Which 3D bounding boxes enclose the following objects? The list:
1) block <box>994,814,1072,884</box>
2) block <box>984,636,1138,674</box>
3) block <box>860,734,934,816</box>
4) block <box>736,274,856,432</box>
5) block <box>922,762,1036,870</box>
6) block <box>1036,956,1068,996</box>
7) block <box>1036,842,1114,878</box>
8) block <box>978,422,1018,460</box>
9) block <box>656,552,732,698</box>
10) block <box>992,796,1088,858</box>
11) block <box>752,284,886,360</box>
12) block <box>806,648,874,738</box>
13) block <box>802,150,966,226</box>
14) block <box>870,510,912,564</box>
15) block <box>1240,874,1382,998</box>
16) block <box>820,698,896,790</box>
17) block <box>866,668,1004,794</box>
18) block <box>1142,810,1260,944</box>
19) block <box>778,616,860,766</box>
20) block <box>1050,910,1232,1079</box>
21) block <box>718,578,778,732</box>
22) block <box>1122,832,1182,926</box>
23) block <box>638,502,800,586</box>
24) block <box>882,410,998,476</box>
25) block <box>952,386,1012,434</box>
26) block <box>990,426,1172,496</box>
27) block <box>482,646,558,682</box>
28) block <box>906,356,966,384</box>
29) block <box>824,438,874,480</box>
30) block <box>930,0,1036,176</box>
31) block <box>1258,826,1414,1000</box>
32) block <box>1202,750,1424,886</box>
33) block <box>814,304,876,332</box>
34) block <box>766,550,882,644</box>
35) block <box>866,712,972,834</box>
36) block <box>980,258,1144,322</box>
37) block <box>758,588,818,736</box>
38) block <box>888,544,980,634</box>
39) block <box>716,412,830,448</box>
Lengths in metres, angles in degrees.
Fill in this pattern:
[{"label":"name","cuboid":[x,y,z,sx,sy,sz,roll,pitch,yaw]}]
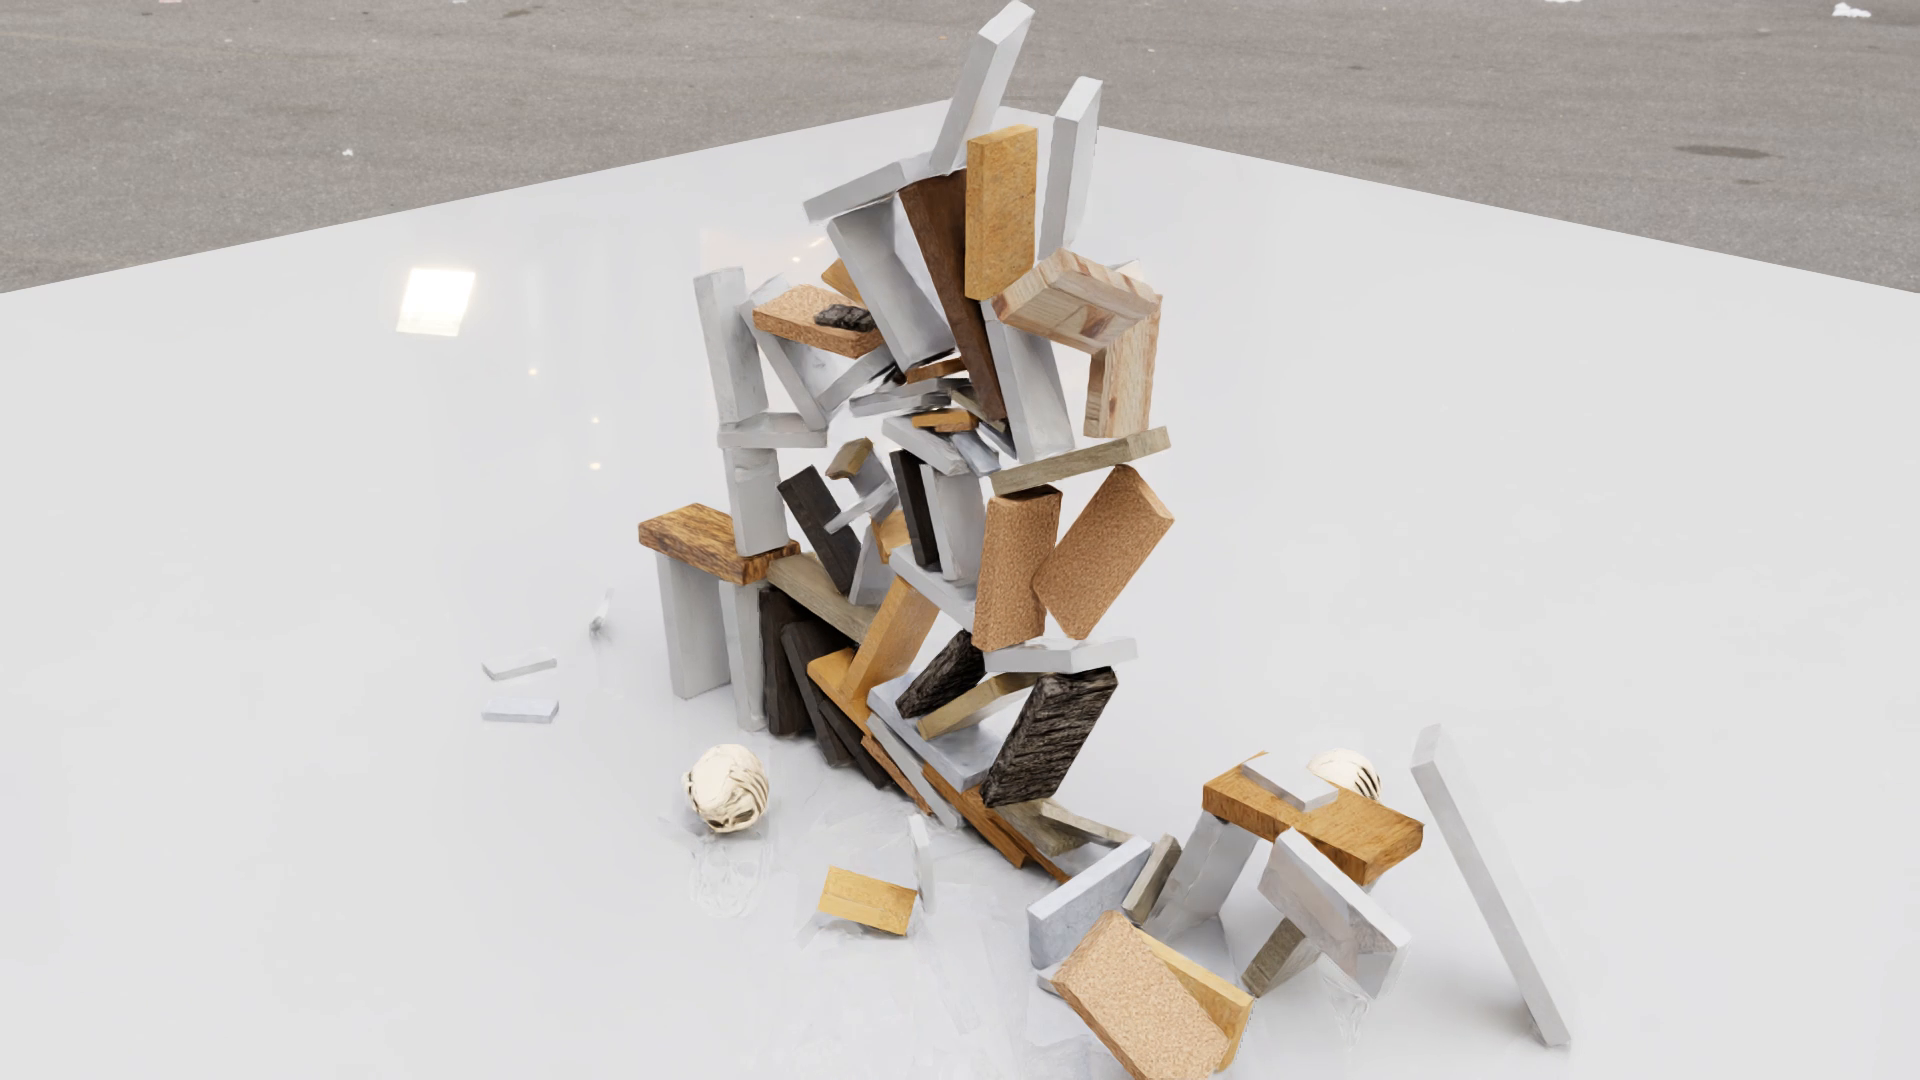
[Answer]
[{"label":"block","cuboid":[0.170,0.578,4.263,0.099,0.028,0.198,-23,55,-41]},{"label":"block","cuboid":[0.182,0.211,4.049,0.145,0.041,0.290,-10,3,-32]},{"label":"block","cuboid":[-0.091,0.463,4.516,0.109,0.031,0.219,-22,56,-41]},{"label":"block","cuboid":[-0.342,-0.393,4.612,0.043,0.307,0.153,-22,16,30]},{"label":"block","cuboid":[0.076,0.517,4.362,0.147,0.042,0.293,-21,51,-40]},{"label":"block","cuboid":[0.224,0.780,3.861,0.167,0.024,0.084,11,24,44]},{"label":"block","cuboid":[0.252,0.618,4.190,0.198,0.028,0.099,36,40,28]},{"label":"block","cuboid":[0.086,-0.188,4.056,0.050,0.014,0.101,-21,53,-40]},{"label":"block","cuboid":[-0.581,0.166,4.929,0.170,0.340,0.048,-21,25,-40]},{"label":"block","cuboid":[0.151,0.533,4.232,0.099,0.028,0.198,-16,36,-34]},{"label":"block","cuboid":[-0.265,-0.443,4.436,0.292,0.041,0.146,20,40,39]},{"label":"block","cuboid":[-0.210,0.316,4.589,0.109,0.031,0.219,-19,49,-39]},{"label":"block","cuboid":[-0.138,-0.666,4.108,0.161,0.046,0.321,-25,8,-36]},{"label":"block","cuboid":[-0.125,-0.005,4.478,0.090,0.026,0.181,8,29,-16]},{"label":"block","cuboid":[0.624,0.651,3.815,0.169,0.338,0.048,-21,58,-40]},{"label":"block","cuboid":[-0.187,0.409,4.596,0.109,0.031,0.219,-23,68,-38]},{"label":"block","cuboid":[-0.037,0.380,4.427,0.147,0.042,0.293,-20,48,-39]},{"label":"block","cuboid":[0.455,0.581,3.969,0.169,0.338,0.048,-21,54,-40]},{"label":"block","cuboid":[-0.259,0.313,4.677,0.155,0.310,0.044,-13,-15,-35]},{"label":"block","cuboid":[0.294,0.763,3.547,0.153,0.307,0.043,-47,16,-27]},{"label":"block","cuboid":[-0.423,0.227,4.785,0.170,0.340,0.048,-21,23,-41]},{"label":"block","cuboid":[0.351,0.617,3.994,0.022,0.079,0.158,23,70,30]},{"label":"block","cuboid":[-0.527,0.006,4.805,0.340,0.048,0.170,20,30,39]},{"label":"block","cuboid":[-0.039,-0.186,4.180,0.112,0.032,0.225,-12,30,-34]},{"label":"block","cuboid":[0.061,-0.245,4.089,0.074,0.021,0.148,-14,38,-40]},{"label":"block","cuboid":[0.217,-0.143,3.979,0.297,0.042,0.148,-14,3,34]},{"label":"block","cuboid":[-1.014,0.285,5.062,0.152,0.022,0.076,-14,27,-29]},{"label":"block","cuboid":[-0.028,-0.326,4.183,0.089,0.025,0.177,-15,3,-23]},{"label":"block","cuboid":[-0.230,-0.168,4.559,0.023,0.081,0.161,34,-12,-15]},{"label":"block","cuboid":[0.037,-0.781,3.804,0.041,0.288,0.144,32,46,7]},{"label":"block","cuboid":[0.610,0.609,3.592,0.039,0.136,0.273,-23,51,-34]},{"label":"block","cuboid":[0.600,0.471,3.757,0.338,0.048,0.169,23,32,39]},{"label":"block","cuboid":[-0.219,-0.441,4.362,0.127,0.018,0.063,12,35,30]},{"label":"block","cuboid":[-0.249,0.120,4.661,0.310,0.044,0.155,32,31,33]},{"label":"block","cuboid":[-0.045,0.447,4.467,0.147,0.042,0.293,-21,62,-40]},{"label":"block","cuboid":[0.182,-0.447,3.938,0.265,0.037,0.132,-9,13,31]},{"label":"block","cuboid":[-0.345,0.254,4.746,0.155,0.310,0.044,-9,9,-35]},{"label":"block","cuboid":[0.003,0.087,4.249,0.138,0.039,0.276,-17,41,-38]},{"label":"block","cuboid":[-0.393,-0.232,4.654,0.232,0.033,0.116,0,24,0]}]
